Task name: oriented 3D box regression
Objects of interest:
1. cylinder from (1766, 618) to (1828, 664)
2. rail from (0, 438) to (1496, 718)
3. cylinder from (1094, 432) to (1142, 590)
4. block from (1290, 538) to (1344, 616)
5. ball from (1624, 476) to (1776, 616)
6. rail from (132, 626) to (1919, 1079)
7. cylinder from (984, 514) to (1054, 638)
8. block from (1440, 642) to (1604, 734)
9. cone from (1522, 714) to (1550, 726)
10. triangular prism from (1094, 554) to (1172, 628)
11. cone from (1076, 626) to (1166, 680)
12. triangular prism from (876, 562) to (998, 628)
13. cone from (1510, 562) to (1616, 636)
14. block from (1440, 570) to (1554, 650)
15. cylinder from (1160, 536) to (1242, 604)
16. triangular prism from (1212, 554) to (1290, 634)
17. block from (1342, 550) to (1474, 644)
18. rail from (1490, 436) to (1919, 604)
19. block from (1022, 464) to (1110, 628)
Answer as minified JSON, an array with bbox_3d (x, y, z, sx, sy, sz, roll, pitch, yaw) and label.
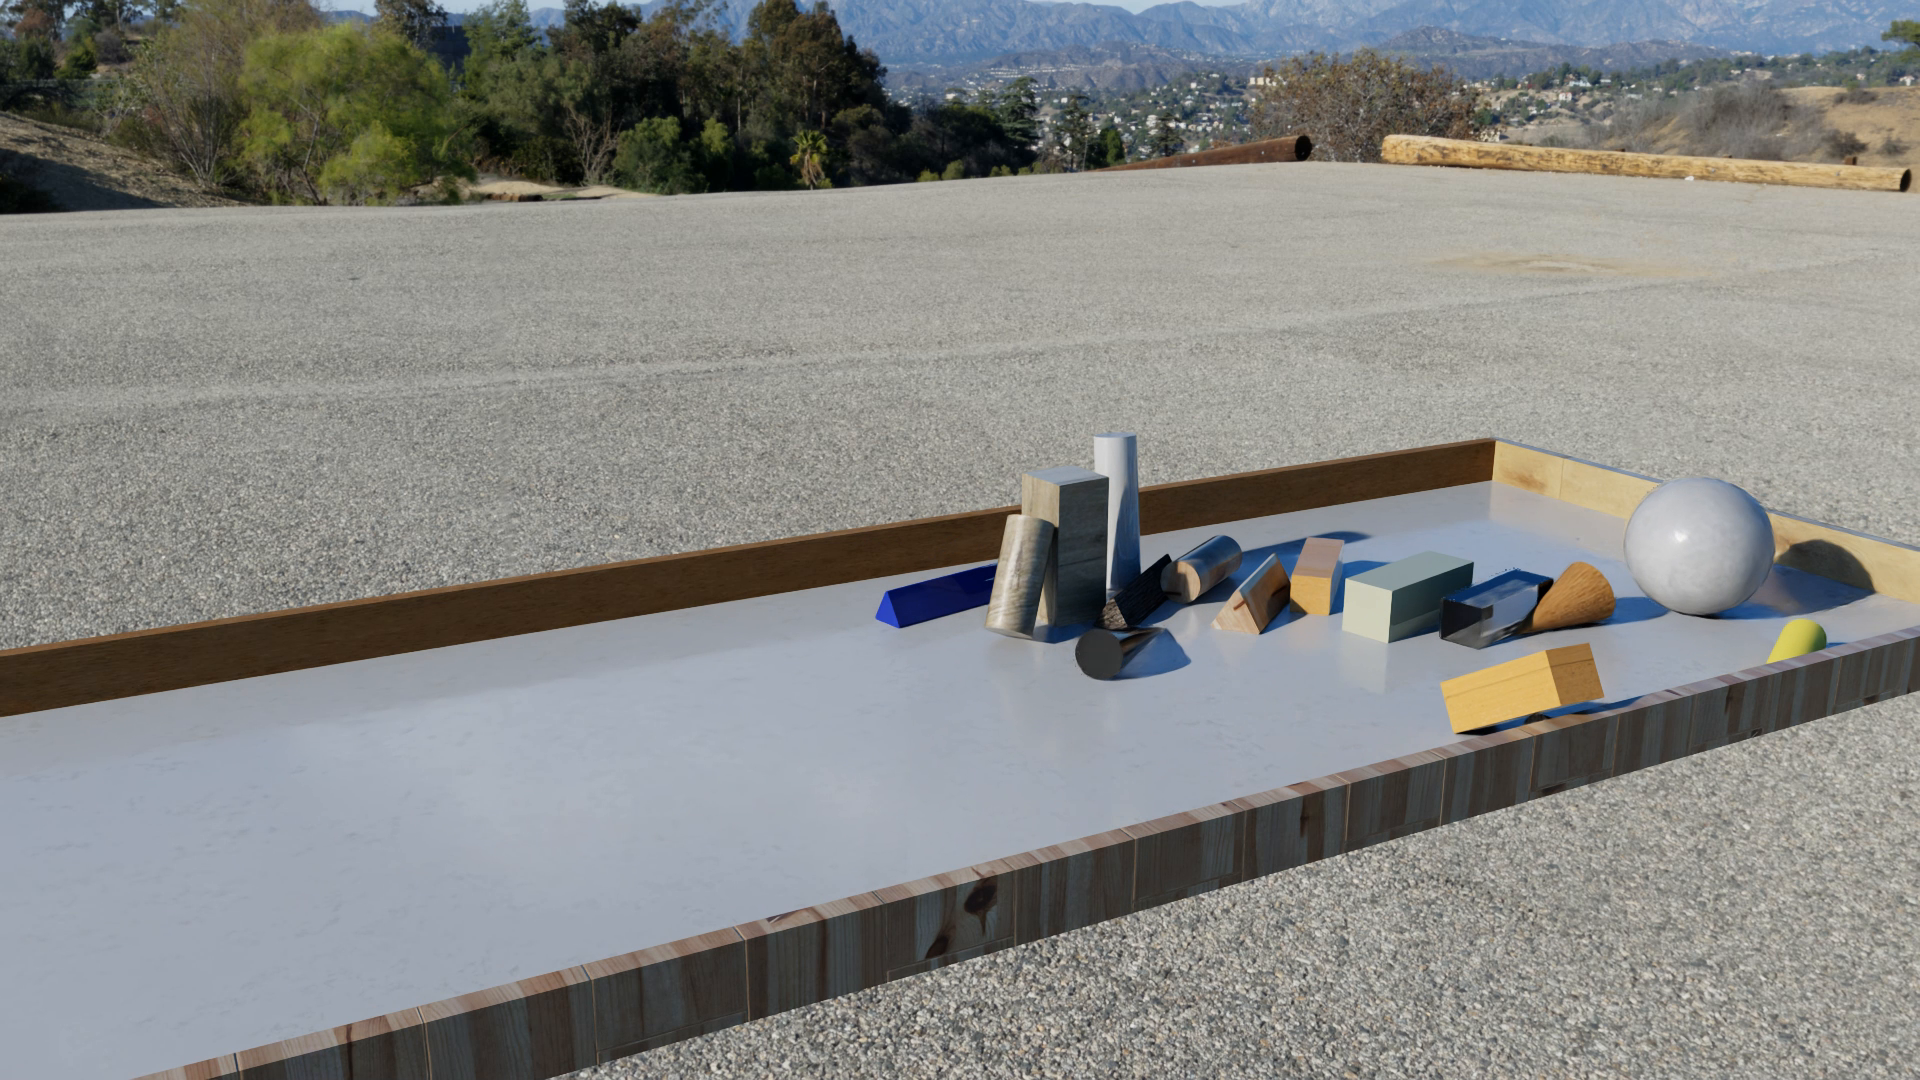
[{"bbox_3d":[2.088,0.303,4.130,0.109,0.109,0.387,10,19,31],"label":"cylinder"},{"bbox_3d":[-3.305,0.497,3.399,12.000,0.150,0.050,-9,18,-27],"label":"rail"},{"bbox_3d":[0.463,-0.087,4.840,0.126,0.445,0.126,-3,10,1],"label":"cylinder"},{"bbox_3d":[1.044,0.101,4.815,0.109,0.109,0.399,5,17,17],"label":"block"},{"bbox_3d":[2.066,0.016,4.613,0.387,0.387,0.387,0,16,0],"label":"ball"},{"bbox_3d":[-2.336,1.006,1.665,12.000,0.150,0.050,-9,18,-27],"label":"rail"},{"bbox_3d":[0.160,0.099,4.425,0.131,0.310,0.131,12,-10,2],"label":"cylinder"},{"bbox_3d":[1.252,0.335,3.694,0.121,0.121,0.371,-7,-13,-22],"label":"block"},{"bbox_3d":[1.435,0.459,3.687,0.348,0.122,0.122,5,14,-18],"label":"cone"},{"bbox_3d":[0.514,0.142,4.698,0.106,0.092,0.457,8,18,25],"label":"triangular prism"},{"bbox_3d":[0.460,0.264,4.343,0.130,0.130,0.454,9,10,28],"label":"cone"},{"bbox_3d":[-0.039,0.146,4.686,0.428,0.092,0.106,-14,21,-39],"label":"triangular prism"},{"bbox_3d":[1.615,0.202,4.517,0.304,0.176,0.176,-25,25,-20],"label":"cone"},{"bbox_3d":[1.473,0.187,4.517,0.383,0.115,0.115,-15,22,-42],"label":"block"},{"bbox_3d":[0.712,0.084,4.848,0.125,0.125,0.318,10,19,30],"label":"cylinder"},{"bbox_3d":[0.834,0.142,4.655,0.135,0.117,0.385,8,18,24],"label":"triangular prism"},{"bbox_3d":[1.244,0.153,4.572,0.399,0.147,0.147,-14,22,-40],"label":"block"},{"bbox_3d":[2.466,-0.048,5.253,0.050,0.150,2.100,-9,18,-27],"label":"rail"},{"bbox_3d":[0.290,0.015,4.590,0.171,0.403,0.171,-11,19,-32],"label":"block"}]
